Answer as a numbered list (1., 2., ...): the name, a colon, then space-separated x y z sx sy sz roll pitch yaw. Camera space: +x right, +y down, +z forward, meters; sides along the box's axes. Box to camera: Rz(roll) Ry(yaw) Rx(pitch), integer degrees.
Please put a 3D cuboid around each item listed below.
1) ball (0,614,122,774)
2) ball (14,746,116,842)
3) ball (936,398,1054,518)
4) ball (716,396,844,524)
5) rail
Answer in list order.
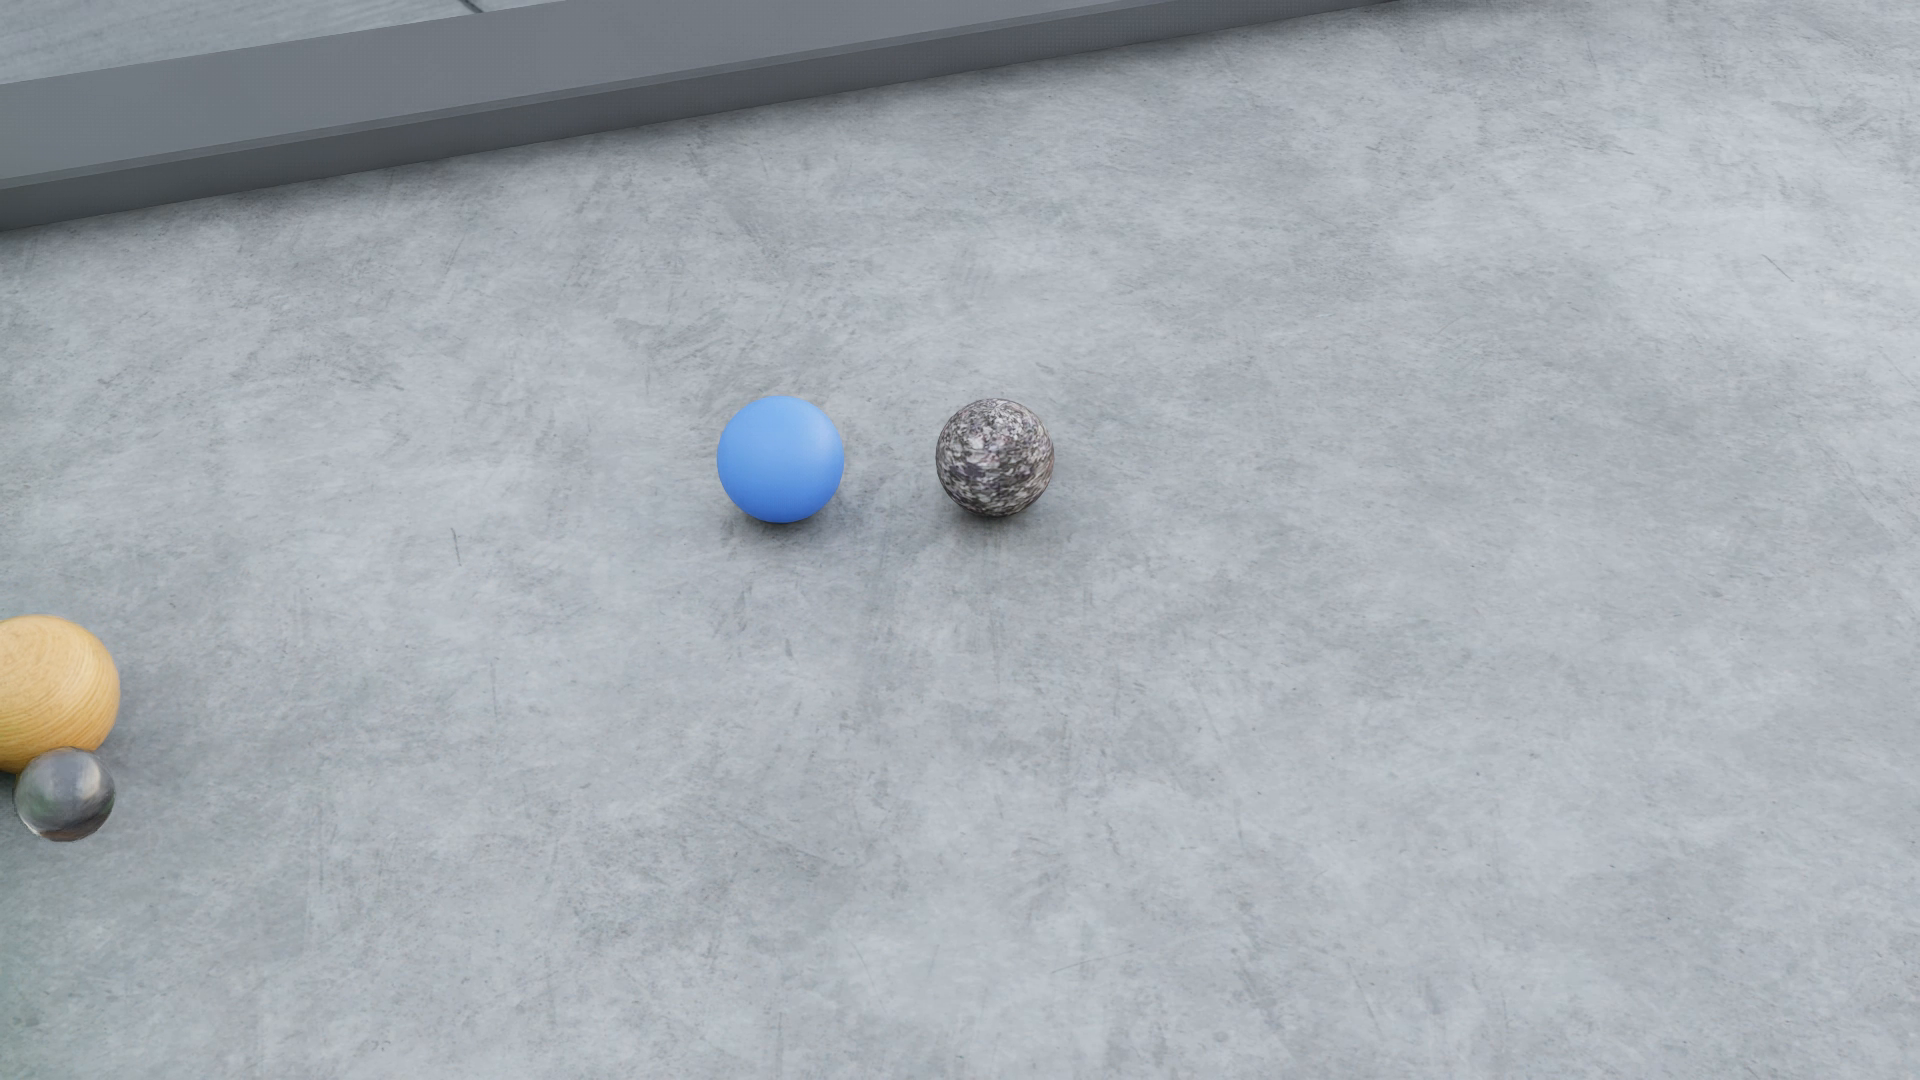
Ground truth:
1. ball: -0.515 0.086 1.430 0.090 0.090 0.090 0 35 0
2. ball: -0.485 0.138 1.390 0.052 0.052 0.052 0 35 0
3. ball: 0.022 -0.052 1.640 0.076 0.076 0.076 0 35 0
4. ball: -0.114 -0.051 1.634 0.081 0.081 0.081 0 35 0
5. rail: 0.338 -0.512 2.260 2.511 0.117 0.045 -13 37 -17
